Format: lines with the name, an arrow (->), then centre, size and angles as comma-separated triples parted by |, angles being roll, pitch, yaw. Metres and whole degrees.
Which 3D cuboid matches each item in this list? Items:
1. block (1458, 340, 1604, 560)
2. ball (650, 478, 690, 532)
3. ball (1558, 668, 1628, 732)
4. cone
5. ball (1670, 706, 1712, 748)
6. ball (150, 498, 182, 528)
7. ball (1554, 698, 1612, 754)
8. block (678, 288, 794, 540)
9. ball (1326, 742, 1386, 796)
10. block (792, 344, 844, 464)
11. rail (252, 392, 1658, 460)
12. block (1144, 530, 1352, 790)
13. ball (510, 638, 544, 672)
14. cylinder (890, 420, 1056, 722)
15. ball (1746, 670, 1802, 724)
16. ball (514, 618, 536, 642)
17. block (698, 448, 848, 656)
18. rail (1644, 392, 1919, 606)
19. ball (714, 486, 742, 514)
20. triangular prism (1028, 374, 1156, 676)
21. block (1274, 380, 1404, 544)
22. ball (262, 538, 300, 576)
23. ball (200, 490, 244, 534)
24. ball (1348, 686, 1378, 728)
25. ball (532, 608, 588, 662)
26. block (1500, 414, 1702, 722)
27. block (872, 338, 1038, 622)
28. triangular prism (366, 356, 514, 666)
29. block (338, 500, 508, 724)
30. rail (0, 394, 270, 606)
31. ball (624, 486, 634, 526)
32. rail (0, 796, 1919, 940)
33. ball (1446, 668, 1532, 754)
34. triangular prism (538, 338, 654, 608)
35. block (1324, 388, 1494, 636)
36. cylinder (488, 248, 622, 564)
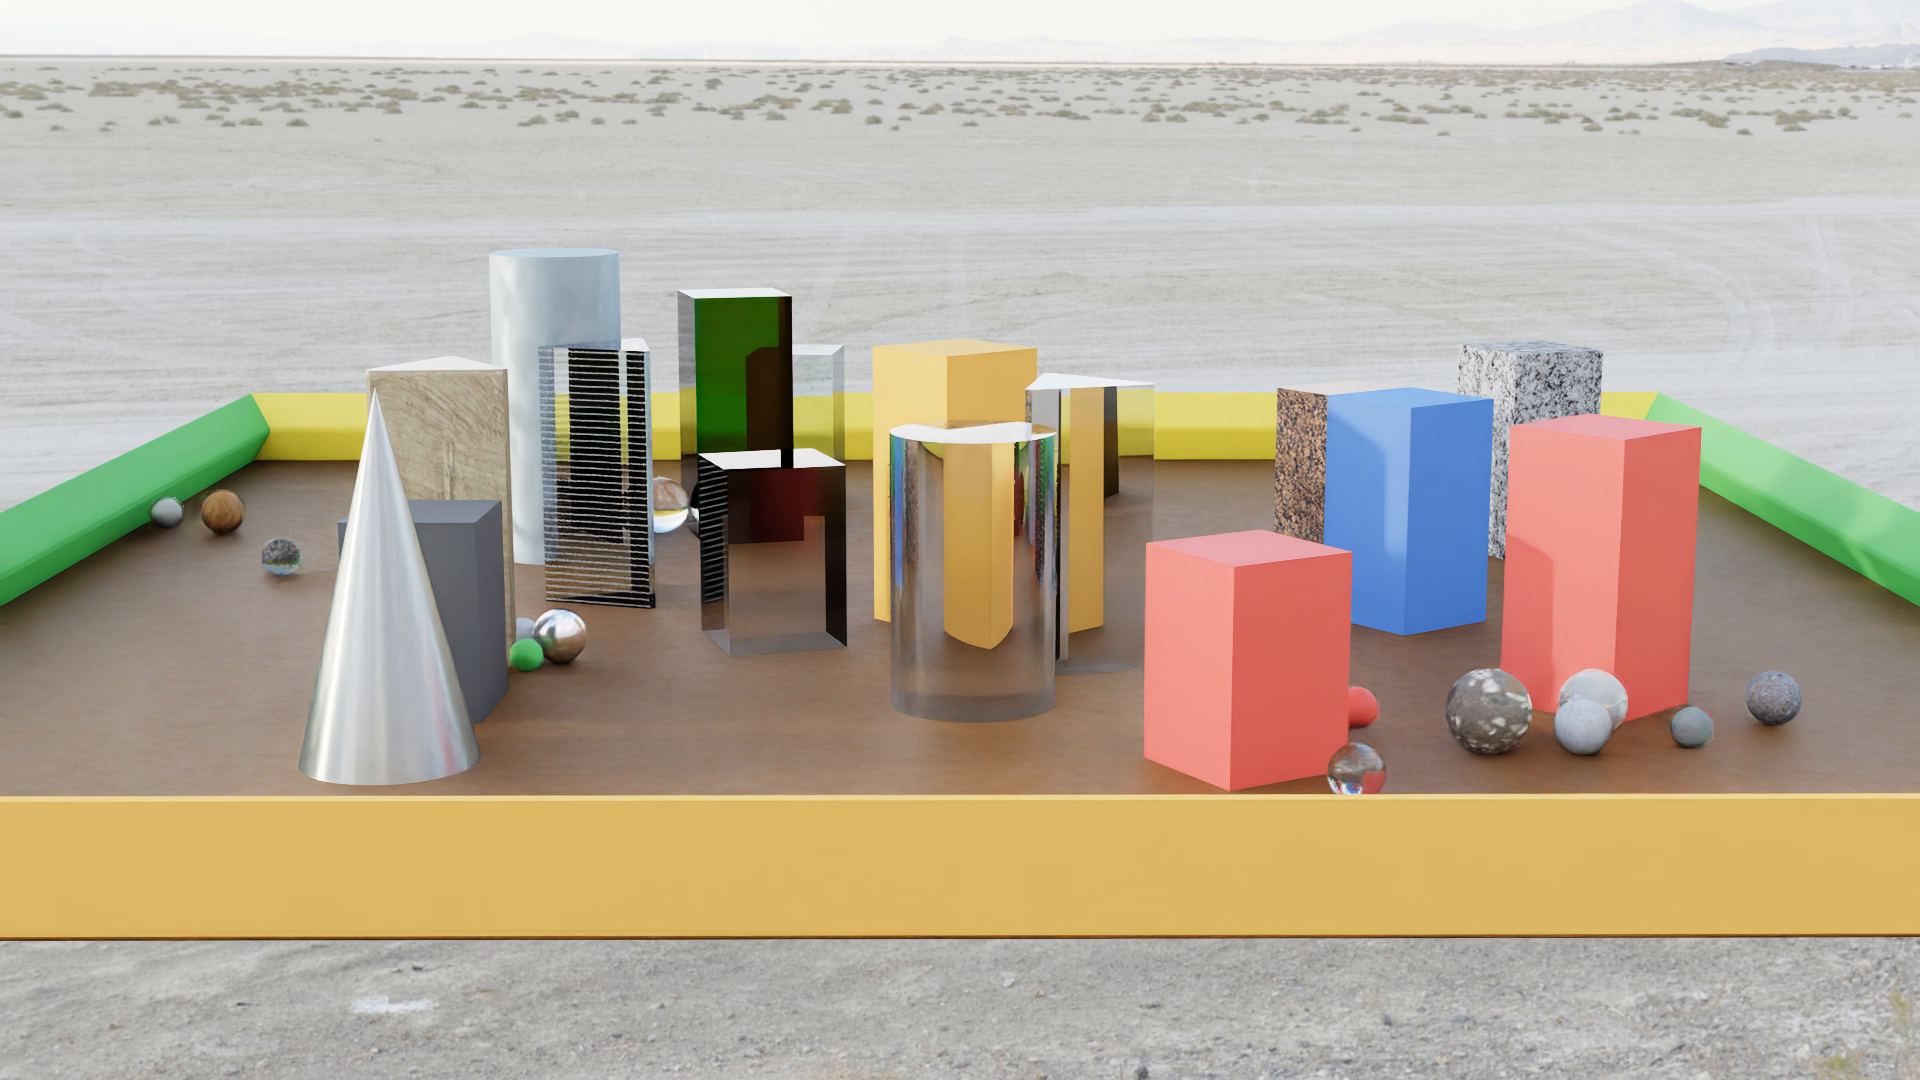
block -> 0.853, -0.137, 3.863 | 0.151, 0.306, 0.151 | -4, 11, -22
ball -> -0.468, -0.055, 4.015 | 0.087, 0.087, 0.087 | 0, 11, 0
ball -> 0.691, 0.178, 2.802 | 0.074, 0.074, 0.074 | 0, 11, 0
cone -> -0.602, 0.038, 2.674 | 0.189, 0.396, 0.189 | 0, 11, 0
ball -> 0.787, 0.201, 2.759 | 0.044, 0.044, 0.044 | 0, 11, 0
ball -> -1.255, -0.042, 4.055 | 0.049, 0.049, 0.049 | 0, 11, 0
ball -> 0.663, 0.198, 2.732 | 0.060, 0.060, 0.060 | 0, 11, 0
block -> -0.352, -0.201, 4.024 | 0.151, 0.373, 0.151 | -3, 11, -16
ball -> 0.395, 0.232, 2.556 | 0.059, 0.059, 0.059 | 0, 11, 0
block -> -0.277, -0.190, 4.276 | 0.151, 0.257, 0.151 | 1, 11, 5
rail -> -0.007, -0.207, 4.729 | 2.605, 0.123, 0.045 | 0, 11, 0
block -> 0.299, 0.121, 2.678 | 0.151, 0.231, 0.151 | -6, 12, -31
ball -> -0.525, 0.139, 3.104 | 0.040, 0.040, 0.040 | 0, 11, 0
cylinder -> 0.015, 0.032, 2.929 | 0.189, 0.315, 0.189 | 0, 11, 0
ball -> 0.905, 0.176, 2.855 | 0.060, 0.060, 0.060 | 0, 11, 0
ball -> -0.542, 0.121, 3.176 | 0.050, 0.050, 0.050 | 0, 11, 0
block -> -0.239, 0.012, 3.261 | 0.151, 0.232, 0.151 | -4, 11, -19
rail -> 1.279, 0.030, 3.457 | 0.045, 0.123, 2.650 | 0, 11, 0
ball -> -0.378, -0.065, 4.185 | 0.046, 0.046, 0.046 | 0, 11, 0
triangular prism -> 0.133, -0.023, 3.135 | 0.164, 0.348, 0.142 | -4, 11, -20
block -> 0.561, -0.085, 3.688 | 0.151, 0.266, 0.151 | -8, 13, -35
ball -> -0.975, 0.024, 3.683 | 0.055, 0.055, 0.055 | 0, 11, 0
ball -> -1.153, -0.044, 4.015 | 0.066, 0.066, 0.066 | 0, 11, 0
ball -> 0.441, 0.185, 2.842 | 0.045, 0.045, 0.045 | 0, 11, 0
ball -> -0.491, 0.117, 3.148 | 0.067, 0.067, 0.067 | 0, 11, 0
block -> 0.730, 0.029, 2.928 | 0.151, 0.321, 0.151 | -9, 14, -41
block -> -0.007, -0.072, 3.361 | 0.151, 0.362, 0.151 | -9, 14, -39
triangular prism -> -0.629, -0.037, 3.160 | 0.164, 0.365, 0.142 | -1, 11, -4
block -> -0.608, 0.079, 2.916 | 0.151, 0.227, 0.151 | 0, 11, 1
rail -> -1.279, 0.033, 3.442 | 0.045, 0.123, 2.650 | 0, 11, 0
ball -> -0.553, -0.052, 3.979 | 0.095, 0.095, 0.095 | 0, 11, 0
rail -> 0.007, 0.270, 2.170 | 2.605, 0.123, 0.045 | 0, 11, 0
ball -> 0.564, 0.182, 2.736 | 0.091, 0.091, 0.091 | 0, 11, 0
triangular prism -> -0.468, -0.096, 3.524 | 0.164, 0.349, 0.142 | 4, 11, 19
block -> 0.588, -0.041, 3.377 | 0.151, 0.295, 0.151 | -8, 13, -35
cylinder -> -0.597, -0.202, 3.814 | 0.189, 0.450, 0.189 | 0, 11, 0
